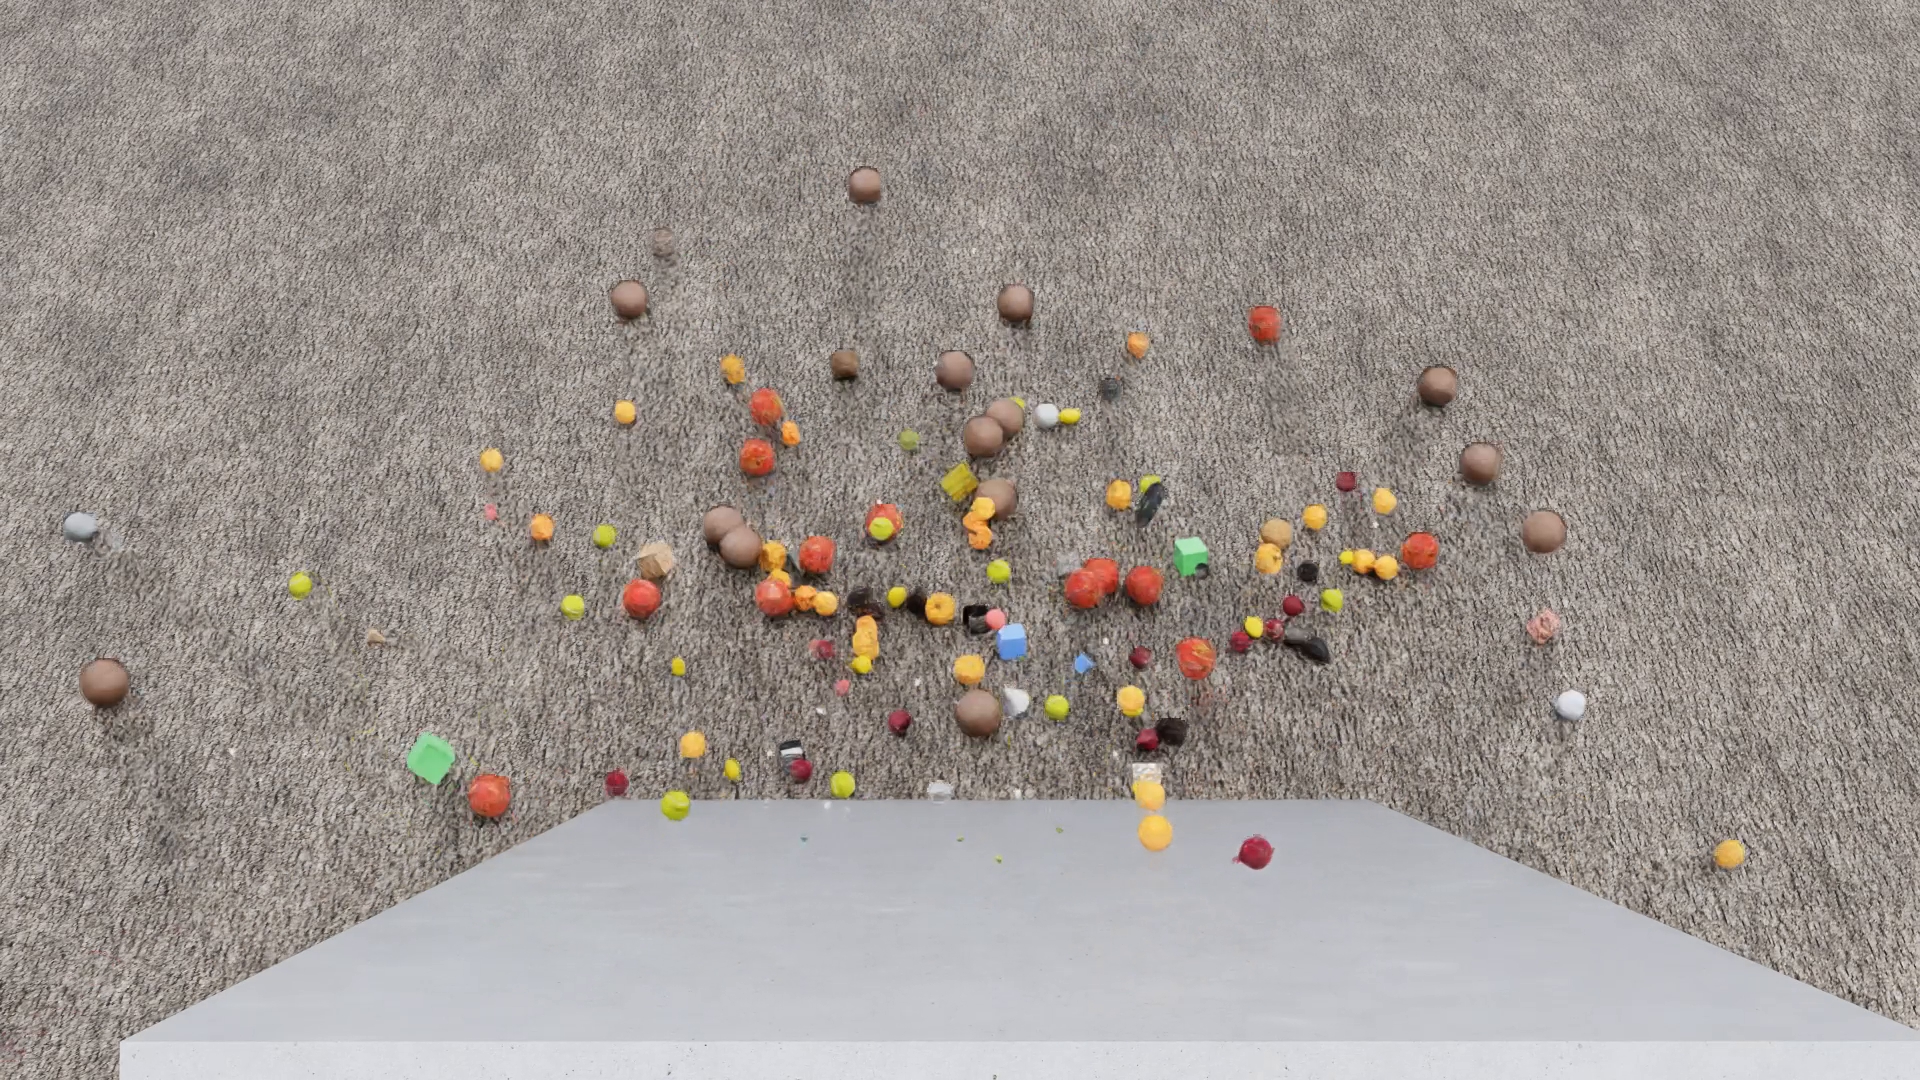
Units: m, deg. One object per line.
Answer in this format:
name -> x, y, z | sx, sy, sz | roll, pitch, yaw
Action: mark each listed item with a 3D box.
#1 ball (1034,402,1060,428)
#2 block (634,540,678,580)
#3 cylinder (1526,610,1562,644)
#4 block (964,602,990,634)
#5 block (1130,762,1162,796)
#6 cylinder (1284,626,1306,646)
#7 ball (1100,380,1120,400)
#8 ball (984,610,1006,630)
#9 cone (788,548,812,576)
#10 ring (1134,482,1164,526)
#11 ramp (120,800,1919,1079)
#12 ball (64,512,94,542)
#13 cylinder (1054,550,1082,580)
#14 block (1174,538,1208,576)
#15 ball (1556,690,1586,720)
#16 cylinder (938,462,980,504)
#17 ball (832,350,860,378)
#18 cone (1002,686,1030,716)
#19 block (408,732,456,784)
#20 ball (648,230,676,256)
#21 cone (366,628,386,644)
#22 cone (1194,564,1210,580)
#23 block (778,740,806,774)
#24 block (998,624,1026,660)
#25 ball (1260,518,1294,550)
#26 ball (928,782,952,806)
ball -> 0.281, -0.404, 8.450 | 0.085, 0.085, 0.085 | 0, 35, 0
block -> -0.910, 0.060, 7.777 | 0.076, 0.076, 0.076 | -15, 23, 34
cylinder -> 1.689, 0.251, 7.512 | 0.070, 0.070, 0.070 | 37, 26, -22
block -> 0.051, 0.229, 7.577 | 0.060, 0.060, 0.060 | -13, 37, -18
block -> 0.498, 0.641, 6.954 | 0.076, 0.076, 0.076 | 1, 76, 1
cylinder -> 0.970, 0.278, 7.509 | 0.057, 0.057, 0.057 | 5, 36, 8
ball -> 0.499, -0.498, 8.599 | 0.066, 0.066, 0.066 | 0, 35, 0
ball -> 0.100, 0.227, 7.395 | 0.060, 0.060, 0.060 | 0, 35, 0
cone -> -0.477, 0.077, 7.811 | 0.077, 0.077, 0.077 | -7, 61, -9
ring -> 0.555, -0.104, 7.614 | 0.048, 0.143, 0.143 | 28, 38, -3
ramp -> 0.078, 0.667, 4.848 | 2.000, 0.100, 4.000 | 0, -2, 0
ball -> -2.689, -0.039, 7.930 | 0.091, 0.091, 0.091 | 0, 35, 0
cylinder -> 0.318, 0.074, 7.693 | 0.072, 0.072, 0.072 | -7, 74, -10
block -> 0.693, 0.049, 7.817 | 0.077, 0.077, 0.077 | -10, 36, -14
ball -> 1.703, 0.459, 7.233 | 0.082, 0.082, 0.082 | 0, 35, 0
cylinder -> -0.001, -0.177, 8.035 | 0.091, 0.091, 0.091 | -39, 40, 6
ball -> -0.383, -0.592, 8.705 | 0.096, 0.096, 0.096 | 0, 35, 0
cone -> 0.139, 0.429, 7.223 | 0.085, 0.085, 0.085 | -15, 48, 17
block -> -1.416, 0.586, 6.956 | 0.087, 0.087, 0.087 | 34, 5, -23
ball -> -1.077, -1.076, 9.390 | 0.094, 0.094, 0.094 | 0, 35, 0
cone -> -1.677, 0.284, 7.503 | 0.052, 0.052, 0.052 | 14, 38, 22
cone -> 0.740, 0.093, 7.802 | 0.050, 0.050, 0.050 | 28, 17, 33
block -> -0.457, 0.590, 7.068 | 0.061, 0.061, 0.061 | -9, 36, -13
block -> 0.148, 0.292, 7.481 | 0.069, 0.069, 0.069 | -6, 36, -9
ball -> 0.963, -0.017, 7.892 | 0.098, 0.098, 0.098 | 0, 35, 0
ball -> -0.050, 0.648, 6.634 | 0.059, 0.059, 0.059 | 0, 35, 0
